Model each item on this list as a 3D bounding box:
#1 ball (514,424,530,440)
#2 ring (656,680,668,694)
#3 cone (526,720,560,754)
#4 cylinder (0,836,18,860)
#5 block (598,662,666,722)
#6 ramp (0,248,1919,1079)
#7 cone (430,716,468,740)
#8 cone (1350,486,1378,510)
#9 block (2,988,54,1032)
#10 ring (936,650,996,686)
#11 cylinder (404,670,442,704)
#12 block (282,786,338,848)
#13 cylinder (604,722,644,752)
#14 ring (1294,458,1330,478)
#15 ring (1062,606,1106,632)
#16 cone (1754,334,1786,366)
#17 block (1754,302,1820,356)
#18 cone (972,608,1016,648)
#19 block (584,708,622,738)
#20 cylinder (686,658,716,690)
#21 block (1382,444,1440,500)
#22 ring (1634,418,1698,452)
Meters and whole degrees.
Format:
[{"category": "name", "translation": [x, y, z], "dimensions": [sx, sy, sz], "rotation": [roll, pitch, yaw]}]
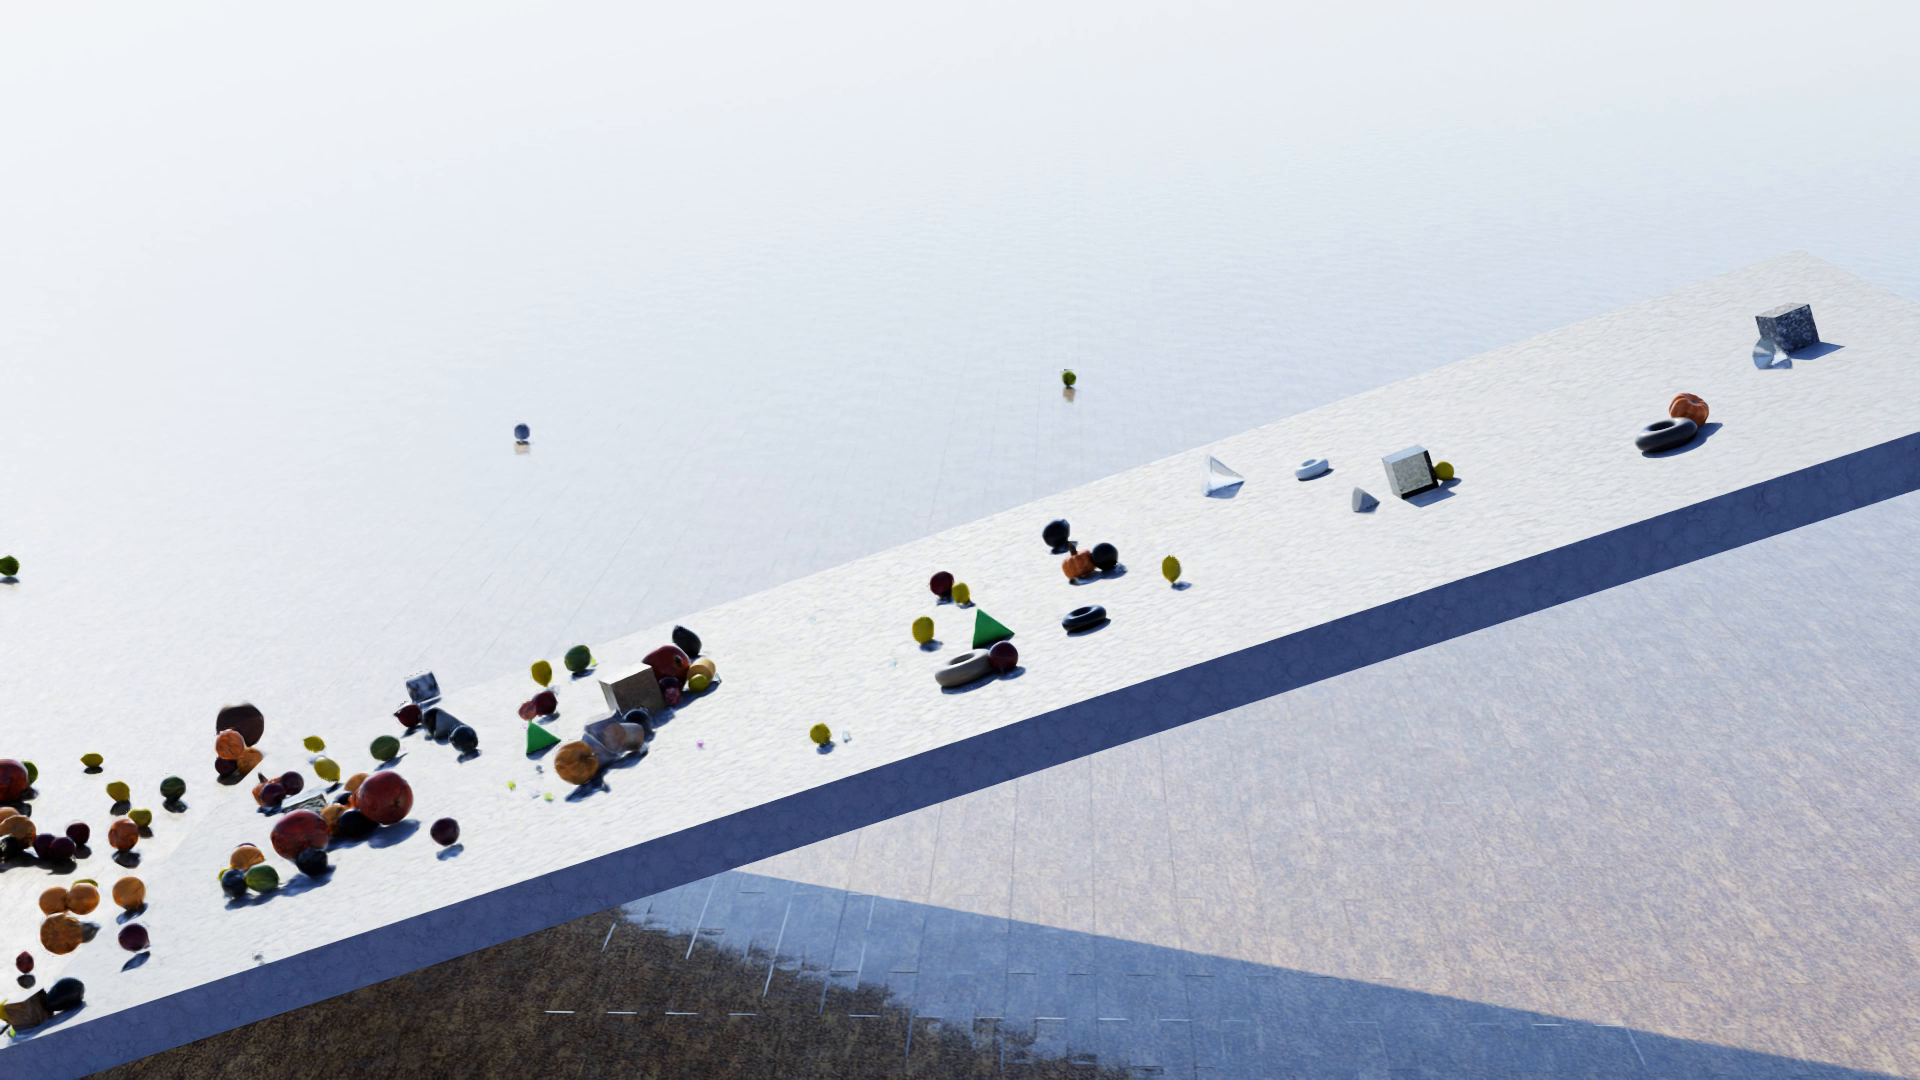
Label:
[{"category": "ball", "translation": [-1.847, -0.457, 12.400], "dimensions": [0.073, 0.073, 0.073], "rotation": [0, 12, 0]}, {"category": "ring", "translation": [-0.689, 0.336, 6.576], "dimensions": [0.079, 0.026, 0.079], "rotation": [-15, 12, 3]}, {"category": "cone", "translation": [-0.910, 0.436, 6.447], "dimensions": [0.077, 0.077, 0.077], "rotation": [6, 11, -11]}, {"category": "cylinder", "translation": [-2.264, 0.729, 6.949], "dimensions": [0.052, 0.052, 0.052], "rotation": [5, 13, 24]}, {"category": "block", "translation": [-0.716, 0.336, 6.429], "dimensions": [0.099, 0.099, 0.099], "rotation": [-23, 11, -19]}, {"category": "ramp", "translation": [0.108, 0.180, 6.304], "dimensions": [4.000, 0.100, 2.000], "rotation": [-18, 11, 6]}, {"category": "cone", "translation": [-1.196, 0.436, 6.939], "dimensions": [0.079, 0.079, 0.079], "rotation": [-24, 19, -16]}, {"category": "cone", "translation": [0.833, -0.080, 5.998], "dimensions": [0.054, 0.054, 0.054], "rotation": [12, 8, -18]}, {"category": "block", "translation": [-1.779, 0.897, 5.618], "dimensions": [0.057, 0.057, 0.057], "rotation": [-13, 12, 30]}, {"category": "ring", "translation": [0.011, 0.250, 5.749], "dimensions": [0.126, 0.042, 0.126], "rotation": [-20, 10, 3]}, {"category": "cylinder", "translation": [-1.359, 0.375, 7.444], "dimensions": [0.066, 0.066, 0.066], "rotation": [-41, 31, -23]}, {"category": "block", "translation": [-1.404, 0.597, 6.354], "dimensions": [0.092, 0.092, 0.092], "rotation": [-21, 11, -10]}, {"category": "cylinder", "translation": [-0.696, 0.408, 6.099], "dimensions": [0.059, 0.059, 0.059], "rotation": [9, 2, 35]}, {"category": "ring", "translation": [0.775, -0.159, 6.480], "dimensions": [0.081, 0.027, 0.081], "rotation": [-20, 14, 5]}, {"category": "ring", "translation": [0.246, 0.156, 5.835], "dimensions": [0.094, 0.031, 0.094], "rotation": [-18, 12, 4]}, {"category": "cone", "translation": [1.667, -0.377, 6.005], "dimensions": [0.067, 0.067, 0.067], "rotation": [19, -1, -36]}, {"category": "block", "translation": [1.712, -0.437, 6.085], "dimensions": [0.082, 0.082, 0.082], "rotation": [-21, 11, -11]}, {"category": "cone", "translation": [0.072, 0.185, 5.976], "dimensions": [0.085, 0.085, 0.085], "rotation": [8, 12, 1]}, {"category": "block", "translation": [-0.751, 0.406, 6.237], "dimensions": [0.065, 0.065, 0.065], "rotation": [-18, 11, 9]}, {"category": "cylinder", "translation": [-0.571, 0.294, 6.501], "dimensions": [0.056, 0.056, 0.056], "rotation": [1, 15, 6]}, {"category": "block", "translation": [0.917, -0.138, 5.991], "dimensions": [0.080, 0.080, 0.080], "rotation": [-20, 11, -3]}, {"category": "ring", "translation": [1.356, -0.202, 5.653], "dimensions": [0.122, 0.041, 0.122], "rotation": [-17, 11, 4]}]
